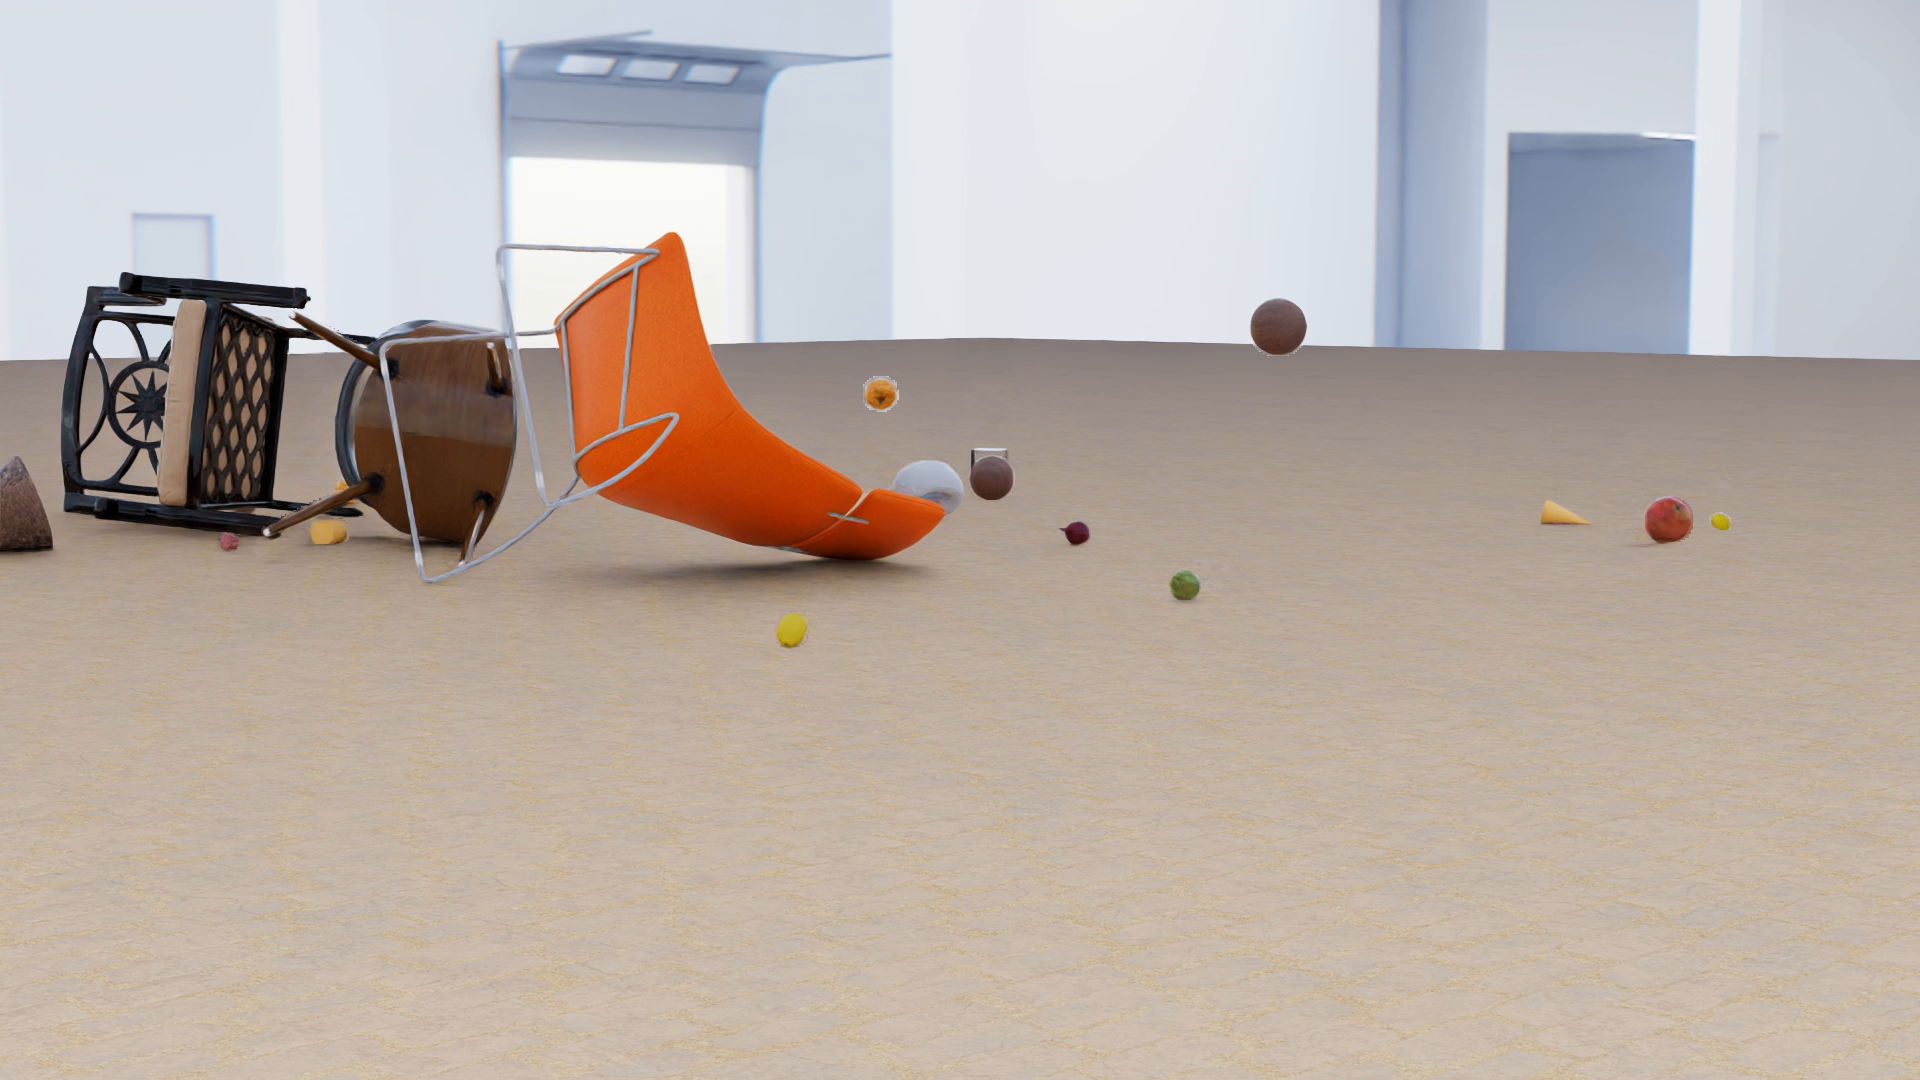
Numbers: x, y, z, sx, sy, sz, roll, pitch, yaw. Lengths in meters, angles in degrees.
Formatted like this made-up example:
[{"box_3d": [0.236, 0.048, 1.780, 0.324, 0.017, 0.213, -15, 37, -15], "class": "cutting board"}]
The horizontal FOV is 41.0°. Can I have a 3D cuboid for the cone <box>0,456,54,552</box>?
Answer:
[{"box_3d": [-2.337, -0.024, 6.072, 0.311, 0.264, 0.130, -30, 42, -30], "class": "cone"}]

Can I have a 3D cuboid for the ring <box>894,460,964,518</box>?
[{"box_3d": [-0.085, -0.137, 6.992, 0.170, 0.101, 0.226, -41, -34, 24], "class": "ring"}]

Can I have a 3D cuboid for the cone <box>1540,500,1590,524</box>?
[{"box_3d": [1.620, -0.059, 6.822, 0.134, 0.067, 0.065, 17, -9, 20], "class": "cone"}]

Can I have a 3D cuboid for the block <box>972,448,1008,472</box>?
[{"box_3d": [0.101, -0.269, 8.659, 0.109, 0.074, 0.099, 1, 6, 10], "class": "block"}]

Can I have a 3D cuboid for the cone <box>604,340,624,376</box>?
[{"box_3d": [-1.031, -0.541, 7.665, 0.059, 0.108, 0.069, -9, -2, 0], "class": "cone"}]
